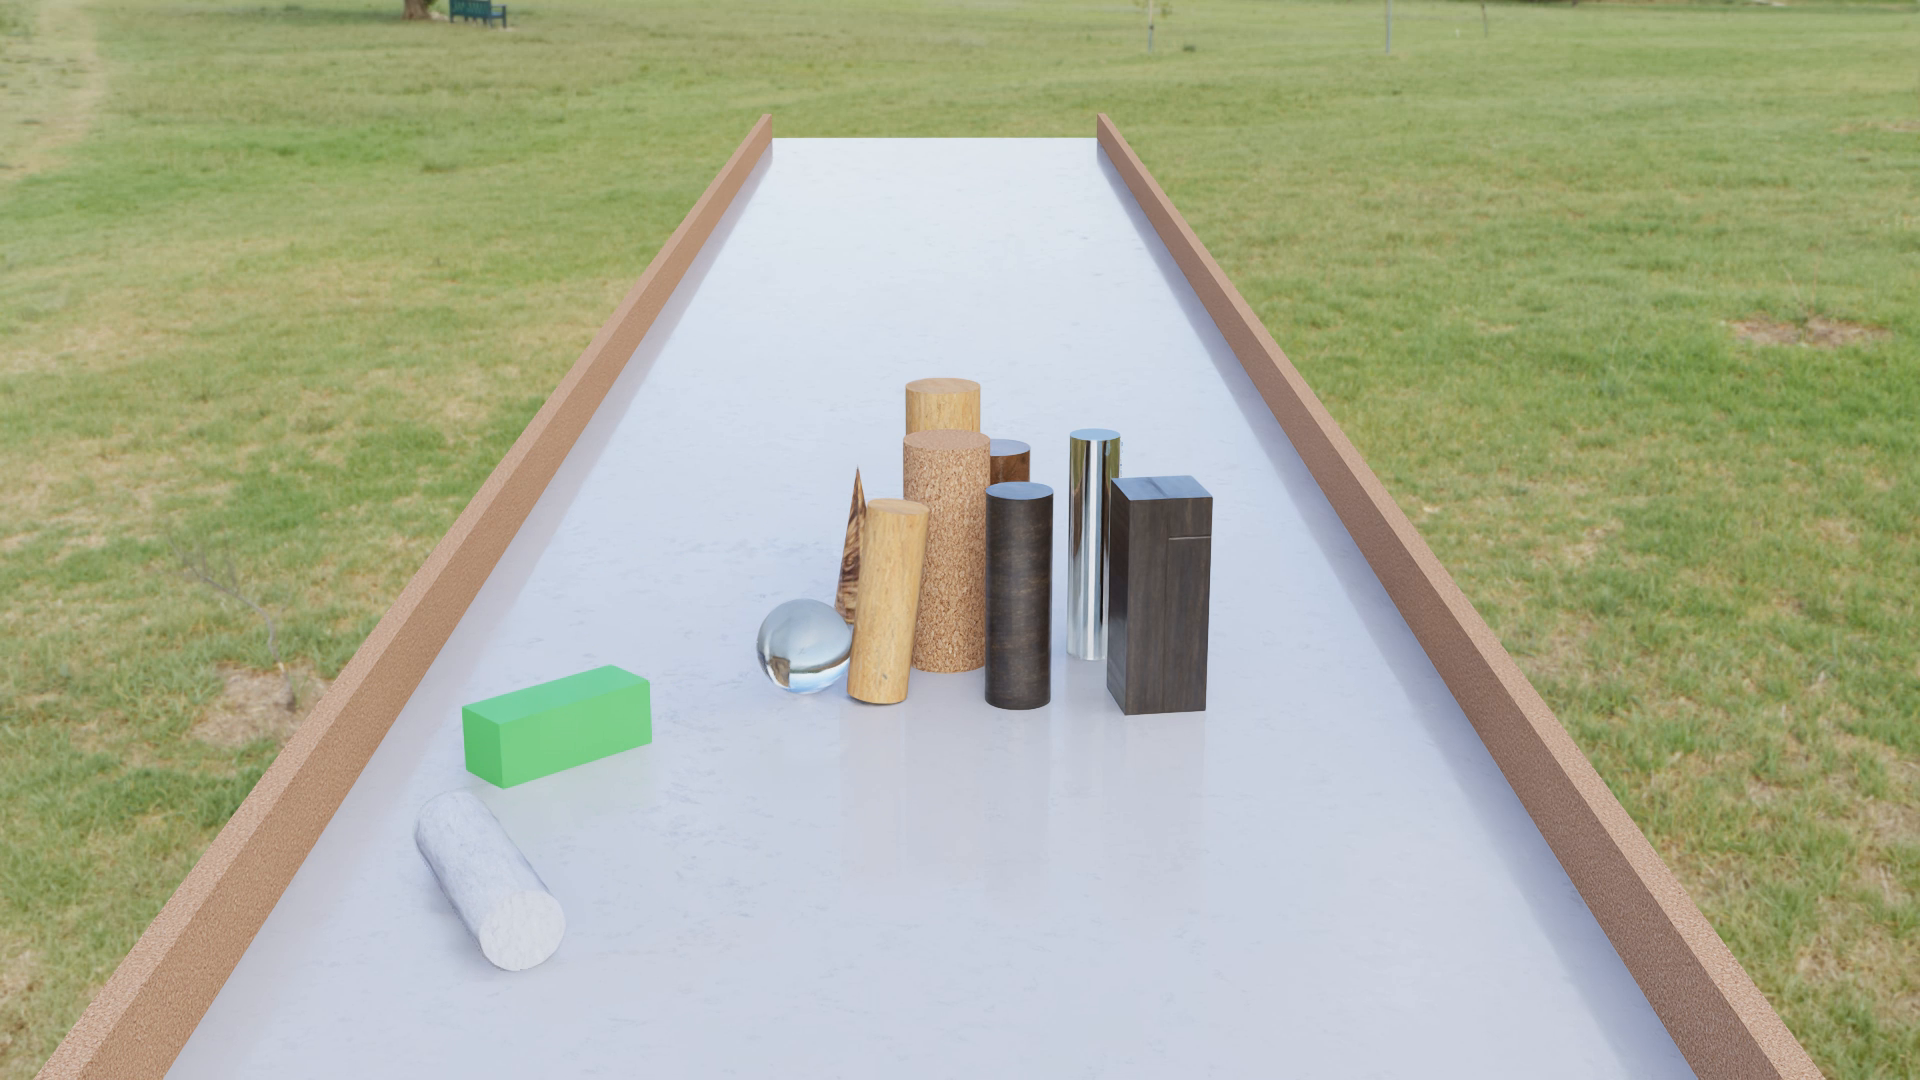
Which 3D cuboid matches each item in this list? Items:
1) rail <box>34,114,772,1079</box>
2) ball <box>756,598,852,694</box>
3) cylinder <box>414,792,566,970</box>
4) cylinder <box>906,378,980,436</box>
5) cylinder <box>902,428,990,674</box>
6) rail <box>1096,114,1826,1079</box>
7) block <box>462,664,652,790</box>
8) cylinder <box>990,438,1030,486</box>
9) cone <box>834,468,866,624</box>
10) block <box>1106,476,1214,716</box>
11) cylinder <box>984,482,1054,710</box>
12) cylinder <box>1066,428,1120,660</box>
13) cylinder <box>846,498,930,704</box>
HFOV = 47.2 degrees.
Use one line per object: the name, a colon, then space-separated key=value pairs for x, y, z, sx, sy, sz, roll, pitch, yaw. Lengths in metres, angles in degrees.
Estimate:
rail: x=-1.118 y=-0.838 z=7.780 sx=0.050 sy=0.150 sz=12.000 roll=0 pitch=17 yaw=-1
ball: x=-0.299 y=0.204 z=4.218 sx=0.184 sy=0.184 sz=0.184 roll=0 pitch=17 yaw=0
cylinder: x=-0.712 y=0.506 z=3.307 sx=0.124 sy=0.124 sz=0.395 roll=-8 pitch=18 yaw=-25
cylinder: x=-0.038 y=-0.128 z=4.889 sx=0.166 sy=0.439 sz=0.166 roll=0 pitch=17 yaw=0
cylinder: x=-0.026 y=0.021 z=4.359 sx=0.171 sy=0.454 sz=0.171 roll=0 pitch=17 yaw=0
rail: x=0.932 y=-0.844 z=7.801 sx=0.050 sy=0.150 sz=12.000 roll=0 pitch=17 yaw=-1
block: x=-0.714 y=0.329 z=3.911 sx=0.314 sy=0.120 sz=0.120 roll=-15 pitch=22 yaw=-41
cylinder: x=0.074 y=-0.016 z=4.631 sx=0.148 sy=0.370 sz=0.148 roll=0 pitch=17 yaw=0
cone: x=-0.213 y=0.001 z=4.633 sx=0.117 sy=0.336 sz=0.117 roll=0 pitch=17 yaw=0
block: x=0.374 y=0.103 z=4.146 sx=0.156 sy=0.419 sz=0.156 roll=-3 pitch=17 yaw=-9
cylinder: x=0.111 y=0.106 z=4.148 sx=0.127 sy=0.412 sz=0.127 roll=0 pitch=17 yaw=0
cylinder: x=0.266 y=0.009 z=4.400 sx=0.100 sy=0.454 sz=0.100 roll=0 pitch=17 yaw=0
cylinder: x=-0.138 y=0.115 z=4.169 sx=0.117 sy=0.371 sz=0.117 roll=7 pitch=15 yaw=-2
